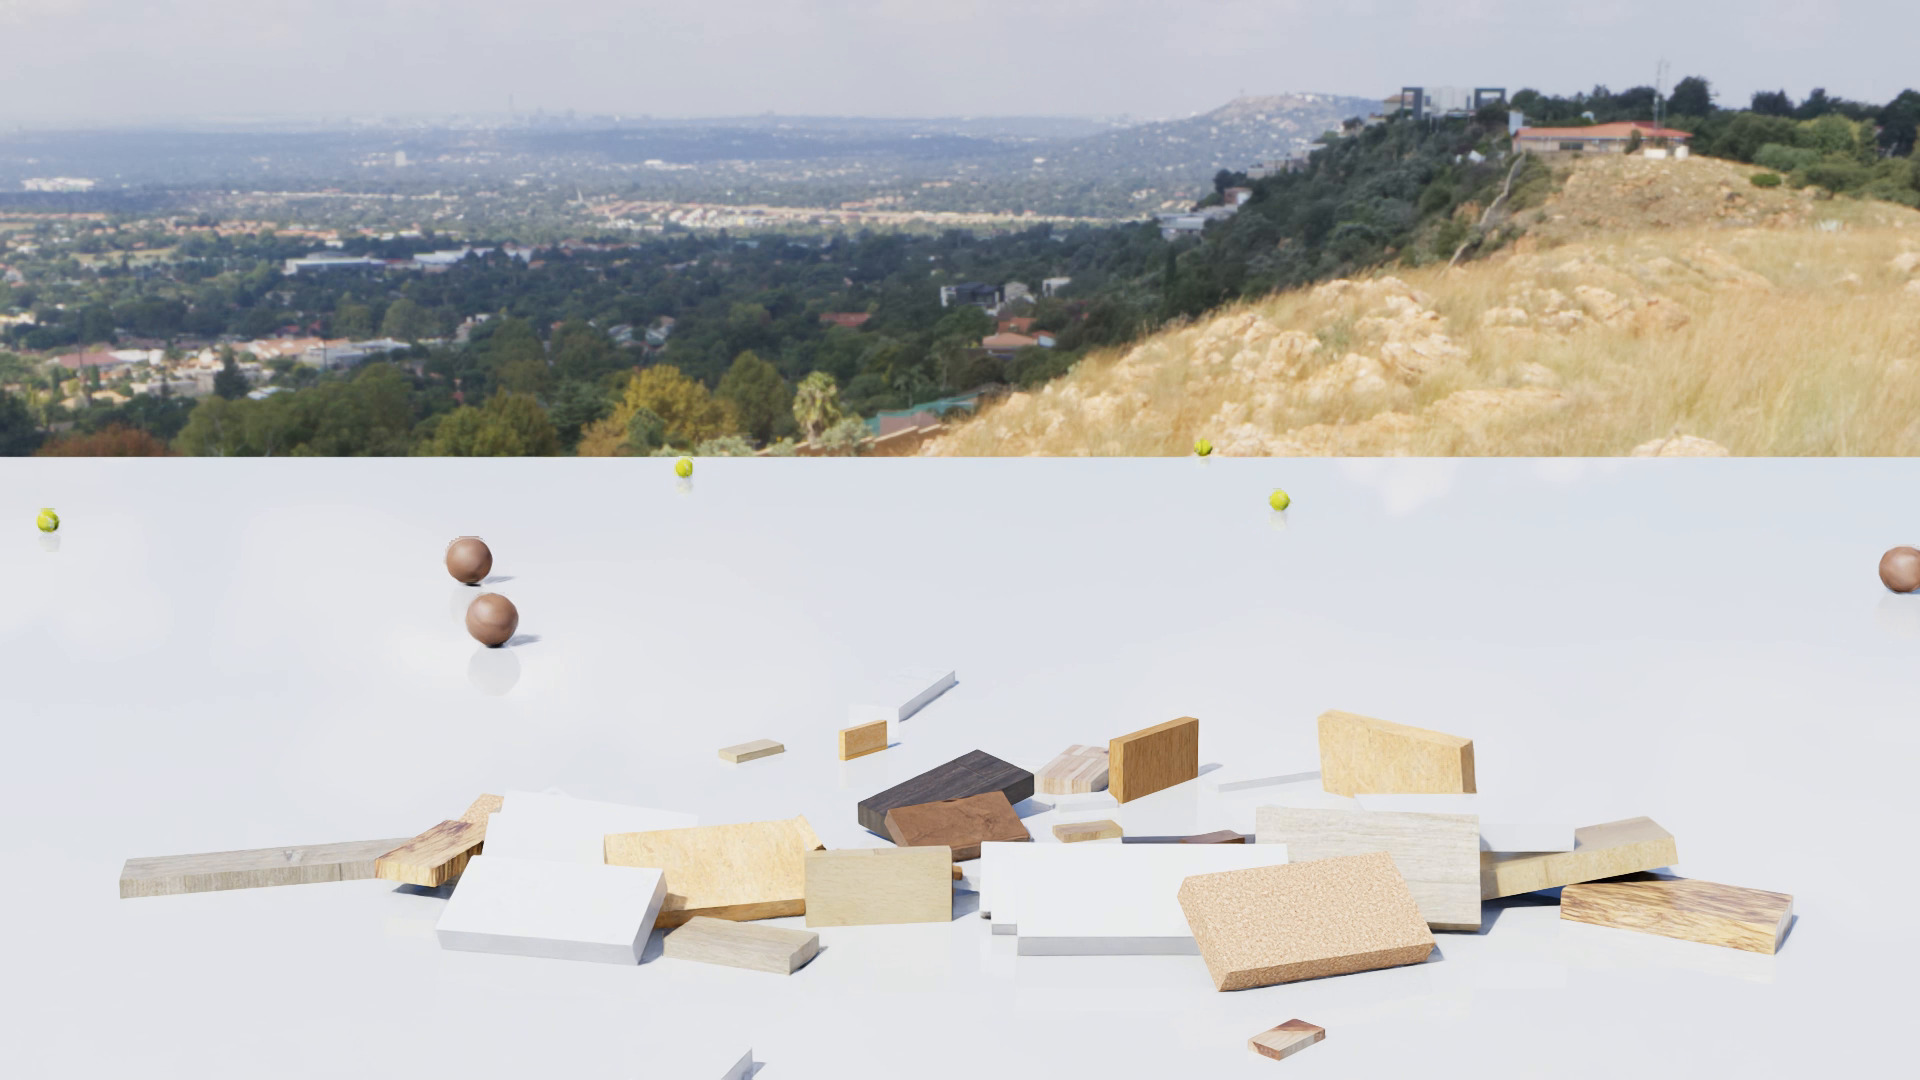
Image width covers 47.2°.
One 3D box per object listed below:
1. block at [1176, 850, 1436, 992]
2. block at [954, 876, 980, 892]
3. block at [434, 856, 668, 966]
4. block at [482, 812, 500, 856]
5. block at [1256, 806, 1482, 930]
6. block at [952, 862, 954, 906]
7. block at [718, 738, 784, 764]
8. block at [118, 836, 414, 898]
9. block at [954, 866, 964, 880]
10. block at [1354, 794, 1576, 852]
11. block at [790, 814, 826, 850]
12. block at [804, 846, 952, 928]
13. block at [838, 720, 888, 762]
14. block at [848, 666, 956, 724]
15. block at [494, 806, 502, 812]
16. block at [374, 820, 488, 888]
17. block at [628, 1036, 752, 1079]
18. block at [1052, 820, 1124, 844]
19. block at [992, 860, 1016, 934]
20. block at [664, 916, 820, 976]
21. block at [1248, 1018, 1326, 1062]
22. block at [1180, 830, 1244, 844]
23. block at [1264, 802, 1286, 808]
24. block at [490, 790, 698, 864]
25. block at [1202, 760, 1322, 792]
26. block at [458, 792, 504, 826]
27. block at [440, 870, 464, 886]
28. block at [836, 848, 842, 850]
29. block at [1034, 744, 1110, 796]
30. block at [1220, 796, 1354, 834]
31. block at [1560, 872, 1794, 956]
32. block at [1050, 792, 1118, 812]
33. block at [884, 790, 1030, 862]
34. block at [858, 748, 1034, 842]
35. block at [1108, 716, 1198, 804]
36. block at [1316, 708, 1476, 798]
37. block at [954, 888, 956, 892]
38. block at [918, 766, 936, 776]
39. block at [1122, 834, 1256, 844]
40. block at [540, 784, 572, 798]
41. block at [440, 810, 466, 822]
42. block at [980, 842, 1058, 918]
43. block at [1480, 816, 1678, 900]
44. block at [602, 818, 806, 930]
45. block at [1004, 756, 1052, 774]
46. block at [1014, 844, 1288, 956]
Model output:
[{"bbox_3d":[0.527,0.578,3.350,0.353,0.050,0.176,-4,45,-20],"label":"block"},{"bbox_3d":[0.032,0.574,3.667,0.092,0.013,0.046,8,4,-4],"label":"block"},{"bbox_3d":[-0.636,0.576,3.434,0.321,0.046,0.161,2,37,12],"label":"block"},{"bbox_3d":[-0.739,0.536,3.667,0.113,0.032,0.227,-1,30,-4],"label":"block"},{"bbox_3d":[0.651,0.527,3.529,0.353,0.176,0.050,1,-22,7],"label":"block"},{"bbox_3d":[-0.088,0.565,3.593,0.154,0.077,0.022,-3,11,-15],"label":"block"},{"bbox_3d":[-0.425,0.430,4.484,0.121,0.017,0.061,-10,14,-42],"label":"block"},{"bbox_3d":[-1.176,0.558,3.753,0.474,0.032,0.113,-3,11,-14],"label":"block"},{"bbox_3d":[-0.042,0.546,3.665,0.092,0.013,0.046,13,4,-4],"label":"block"},{"bbox_3d":[0.837,0.470,3.666,0.329,0.047,0.165,0,11,-1],"label":"block"},{"bbox_3d":[-0.225,0.521,3.607,0.022,0.154,0.077,-33,46,-8],"label":"block"},{"bbox_3d":[-0.132,0.556,3.531,0.234,0.117,0.033,-1,11,-7],"label":"block"},{"bbox_3d":[-0.197,0.408,4.484,0.017,0.061,0.121,10,14,42],"label":"block"},{"bbox_3d":[-0.126,0.343,4.911,0.115,0.033,0.367,4,11,19],"label":"block"},{"bbox_3d":[-0.703,0.507,3.815,0.203,0.029,0.101,21,14,31],"label":"block"},{"bbox_3d":[-0.881,0.530,3.735,0.113,0.032,0.227,5,12,17],"label":"block"},{"bbox_3d":[-0.370,0.719,2.886,0.115,0.033,0.230,3,11,17],"label":"block"},{"bbox_3d":[0.230,0.526,3.970,0.114,0.016,0.057,-3,11,-18],"label":"block"},{"bbox_3d":[0.169,0.571,3.502,0.234,0.033,0.117,1,49,3],"label":"block"},{"bbox_3d":[-0.337,0.625,3.396,0.213,0.030,0.107,4,11,21],"label":"block"},{"bbox_3d":[0.455,0.695,3.062,0.054,0.015,0.107,10,15,44],"label":"block"},{"bbox_3d":[0.421,0.503,3.669,0.096,0.014,0.048,-6,12,-25],"label":"block"},{"bbox_3d":[0.655,0.507,3.684,0.280,0.040,0.140,12,10,-7],"label":"block"},{"bbox_3d":[-0.603,0.509,3.626,0.321,0.046,0.161,8,44,-4],"label":"block"},{"bbox_3d":[0.641,0.460,4.322,0.344,0.017,0.061,-5,12,-24],"label":"block"},{"bbox_3d":[-0.773,0.507,3.912,0.213,0.030,0.107,8,25,11],"label":"block"},{"bbox_3d":[-0.769,0.563,3.738,0.203,0.029,0.101,2,11,9],"label":"block"},{"bbox_3d":[-0.130,0.554,3.647,0.154,0.022,0.077,20,4,-18],"label":"block"},{"bbox_3d":[0.239,0.453,4.315,0.119,0.034,0.238,4,11,22],"label":"block"},{"bbox_3d":[0.710,0.510,3.984,0.452,0.043,0.151,-3,11,-17],"label":"block"},{"bbox_3d":[1.153,0.590,3.539,0.329,0.047,0.165,6,12,29],"label":"block"},{"bbox_3d":[0.233,0.494,4.144,0.114,0.016,0.057,-3,11,-15],"label":"block"},{"bbox_3d":[-0.004,0.509,3.870,0.230,0.033,0.115,-6,42,-29],"label":"block"},{"bbox_3d":[-0.024,0.473,4.021,0.302,0.043,0.151,-20,28,-40],"label":"block"},{"bbox_3d":[0.375,0.423,4.244,0.034,0.119,0.238,10,14,42],"label":"block"},{"bbox_3d":[0.789,0.409,3.980,0.302,0.151,0.043,10,25,43],"label":"block"},{"bbox_3d":[-0.053,0.564,3.662,0.092,0.013,0.046,23,3,-8],"label":"block"},{"bbox_3d":[-0.028,0.480,4.171,0.119,0.034,0.238,1,11,7],"label":"block"},{"bbox_3d":[0.413,0.532,3.660,0.280,0.040,0.140,-1,10,1],"label":"block"},{"bbox_3d":[-0.645,0.496,3.705,0.203,0.029,0.101,32,29,20],"label":"block"},{"bbox_3d":[-0.834,0.515,3.988,0.213,0.030,0.107,-2,11,-12],"label":"block"},{"bbox_3d":[0.186,0.553,3.562,0.305,0.117,0.033,1,-27,3],"label":"block"},{"bbox_3d":[1.003,0.528,3.653,0.329,0.047,0.165,-11,4,3],"label":"block"},{"bbox_3d":[-0.408,0.543,3.569,0.321,0.046,0.161,-3,46,-16],"label":"block"},{"bbox_3d":[0.140,0.450,4.380,0.107,0.015,0.054,4,11,18],"label":"block"},{"bbox_3d":[0.302,0.561,3.439,0.429,0.050,0.176,0,45,0],"label":"block"}]
